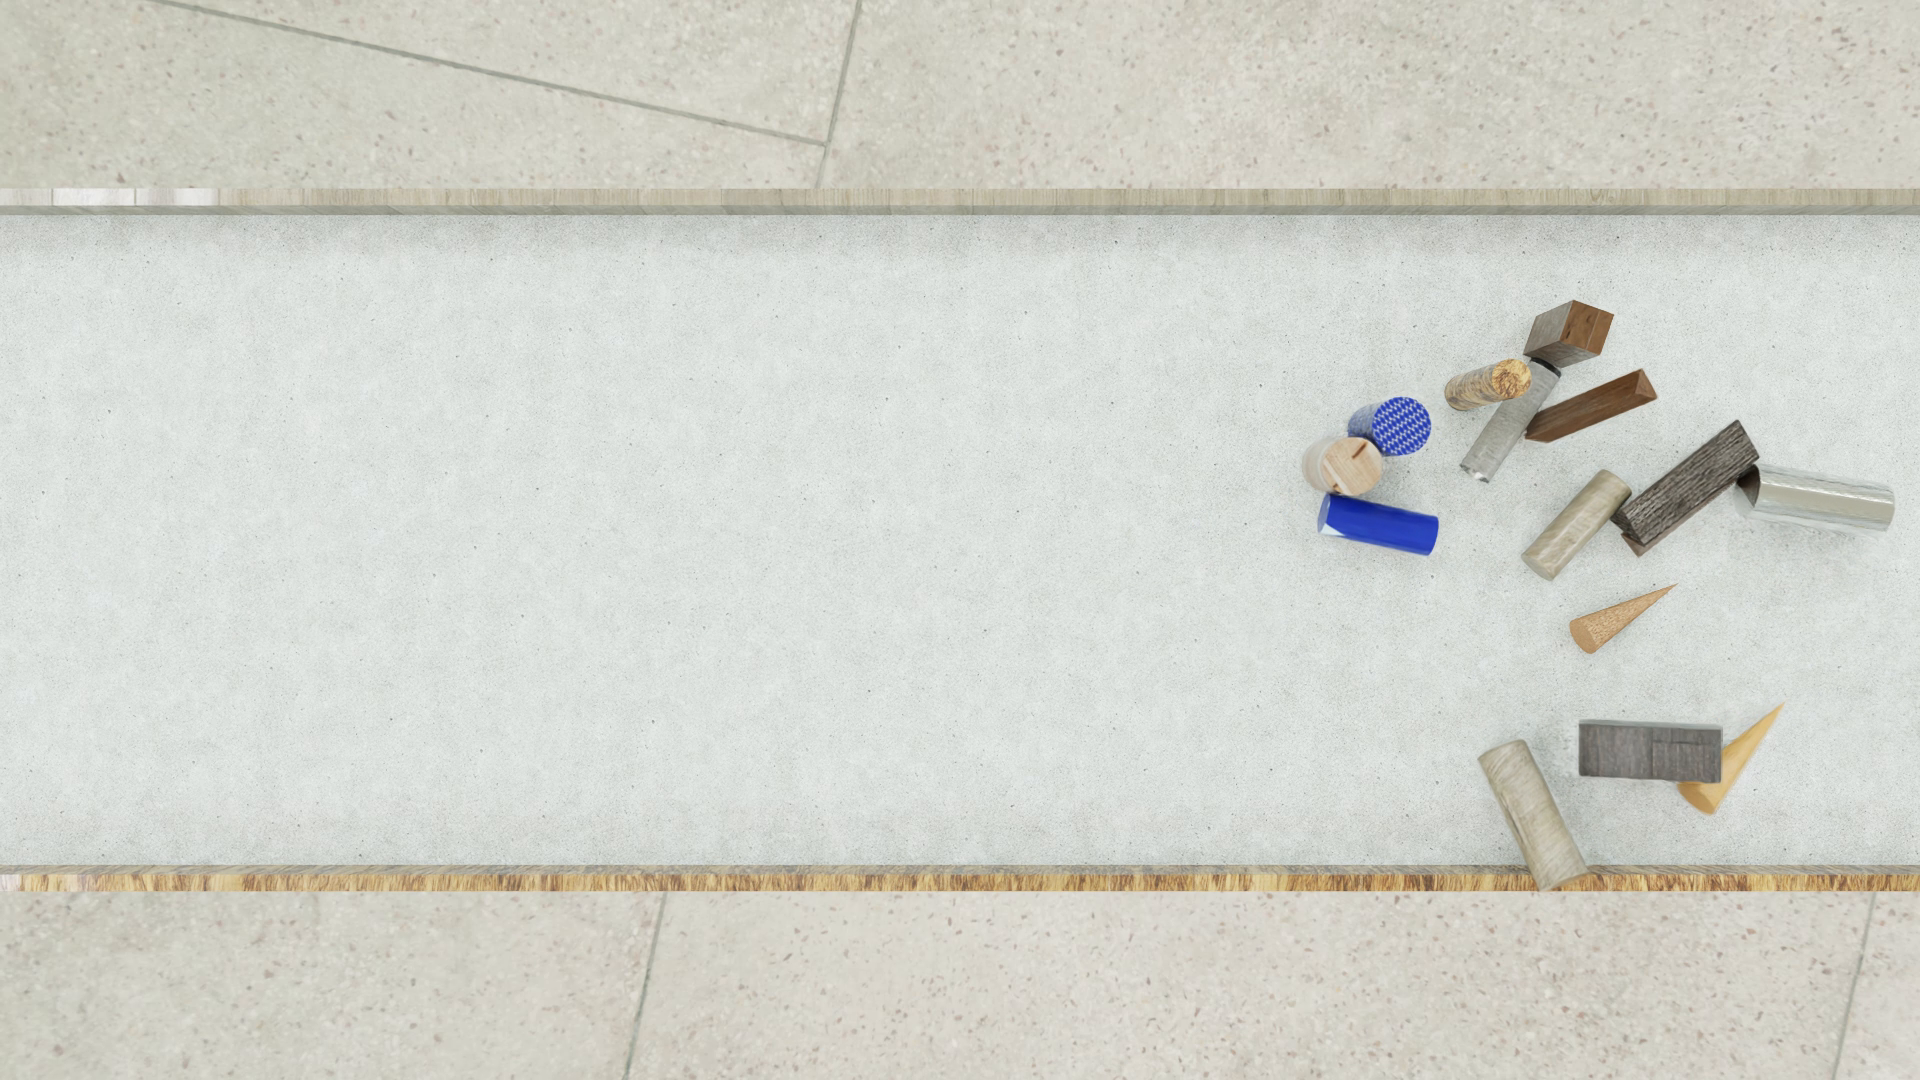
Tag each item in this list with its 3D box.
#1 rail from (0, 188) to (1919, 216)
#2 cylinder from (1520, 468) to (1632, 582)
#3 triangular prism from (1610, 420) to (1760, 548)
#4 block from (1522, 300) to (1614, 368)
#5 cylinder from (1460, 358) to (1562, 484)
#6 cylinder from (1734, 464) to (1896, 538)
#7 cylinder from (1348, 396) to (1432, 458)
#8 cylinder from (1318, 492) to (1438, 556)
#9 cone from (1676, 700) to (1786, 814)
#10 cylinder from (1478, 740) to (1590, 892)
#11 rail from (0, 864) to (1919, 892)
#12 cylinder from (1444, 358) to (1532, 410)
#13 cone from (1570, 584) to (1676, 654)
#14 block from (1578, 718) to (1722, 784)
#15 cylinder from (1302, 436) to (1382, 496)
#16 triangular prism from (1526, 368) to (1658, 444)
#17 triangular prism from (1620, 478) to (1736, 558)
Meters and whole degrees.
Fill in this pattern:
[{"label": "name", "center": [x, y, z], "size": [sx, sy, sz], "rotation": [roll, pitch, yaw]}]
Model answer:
[{"label": "rail", "center": [-2.247, -1.025, 5.002], "size": [12.000, 0.150, 0.050], "rotation": [0, 90, 0]}, {"label": "cylinder", "center": [1.874, -0.045, 5.017], "size": [0.118, 0.118, 0.357], "rotation": [43, 90, 0]}, {"label": "triangular prism", "center": [2.180, -0.190, 4.977], "size": [0.440, 0.130, 0.150], "rotation": [-38, 47, 0]}, {"label": "block", "center": [1.812, -0.612, 4.922], "size": [0.127, 0.305, 0.127], "rotation": [20, 89, 0]}, {"label": "cylinder", "center": [1.677, -0.365, 5.025], "size": [0.103, 0.103, 0.393], "rotation": [34, 90, 0]}, {"label": "cylinder", "center": [2.584, -0.120, 4.995], "size": [0.407, 0.163, 0.163], "rotation": [9, 90, 0]}, {"label": "cylinder", "center": [1.267, -0.330, 4.885], "size": [0.167, 0.375, 0.167], "rotation": [0, 92, 3]}, {"label": "cylinder", "center": [1.269, -0.048, 5.013], "size": [0.335, 0.127, 0.127], "rotation": [12, 90, 0]}, {"label": "cone", "center": [2.391, 0.637, 5.045], "size": [0.436, 0.128, 0.128], "rotation": [-43, 90, -8]}, {"label": "cylinder", "center": [1.710, 0.820, 4.925], "size": [0.151, 0.151, 0.424], "rotation": [-20, 67, 0]}, {"label": "rail", "center": [-2.247, 1.025, 5.001], "size": [12.000, 0.150, 0.050], "rotation": [0, 90, 0]}, {"label": "cylinder", "center": [1.547, -0.453, 4.851], "size": [0.111, 0.451, 0.111], "rotation": [0, 90, 0]}, {"label": "cone", "center": [2.054, 0.213, 5.048], "size": [0.365, 0.116, 0.116], "rotation": [-27, 90, -9]}, {"label": "block", "center": [2.059, 0.628, 4.929], "size": [0.389, 0.155, 0.155], "rotation": [0, 90, 23]}, {"label": "cylinder", "center": [1.124, -0.220, 4.873], "size": [0.167, 0.396, 0.167], "rotation": [0, 93, 3]}, {"label": "triangular prism", "center": [1.865, -0.399, 4.902], "size": [0.098, 0.397, 0.085], "rotation": [8, 70, -31]}, {"label": "triangular prism", "center": [2.209, -0.098, 5.035], "size": [0.379, 0.079, 0.091], "rotation": [-38, 90, 0]}]
